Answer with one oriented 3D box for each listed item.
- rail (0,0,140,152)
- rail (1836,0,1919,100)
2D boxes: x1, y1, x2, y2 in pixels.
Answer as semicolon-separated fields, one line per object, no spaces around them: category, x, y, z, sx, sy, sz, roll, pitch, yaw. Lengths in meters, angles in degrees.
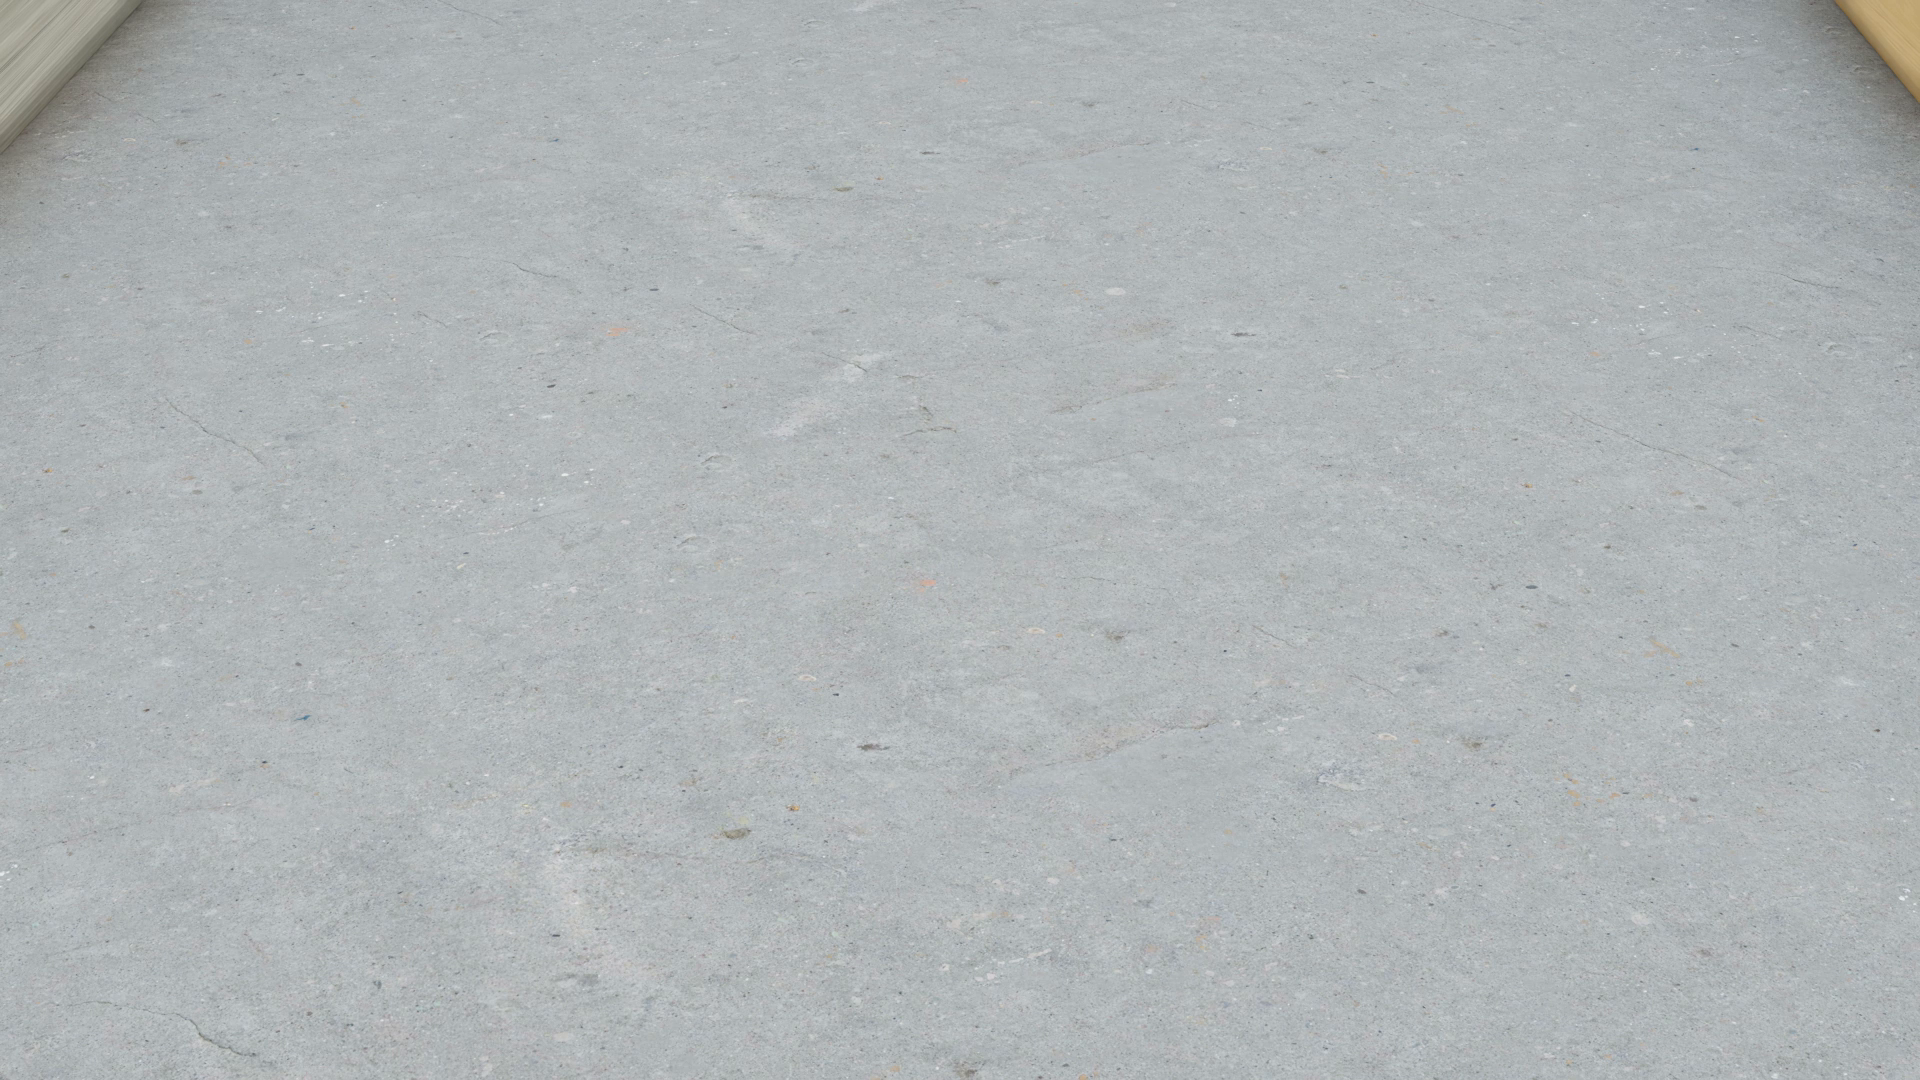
rail;-0.814;-0.379;2.511;0.045;0.120;3.027;1;27;1
rail;0.849;-0.361;2.476;0.045;0.120;3.027;1;27;1
